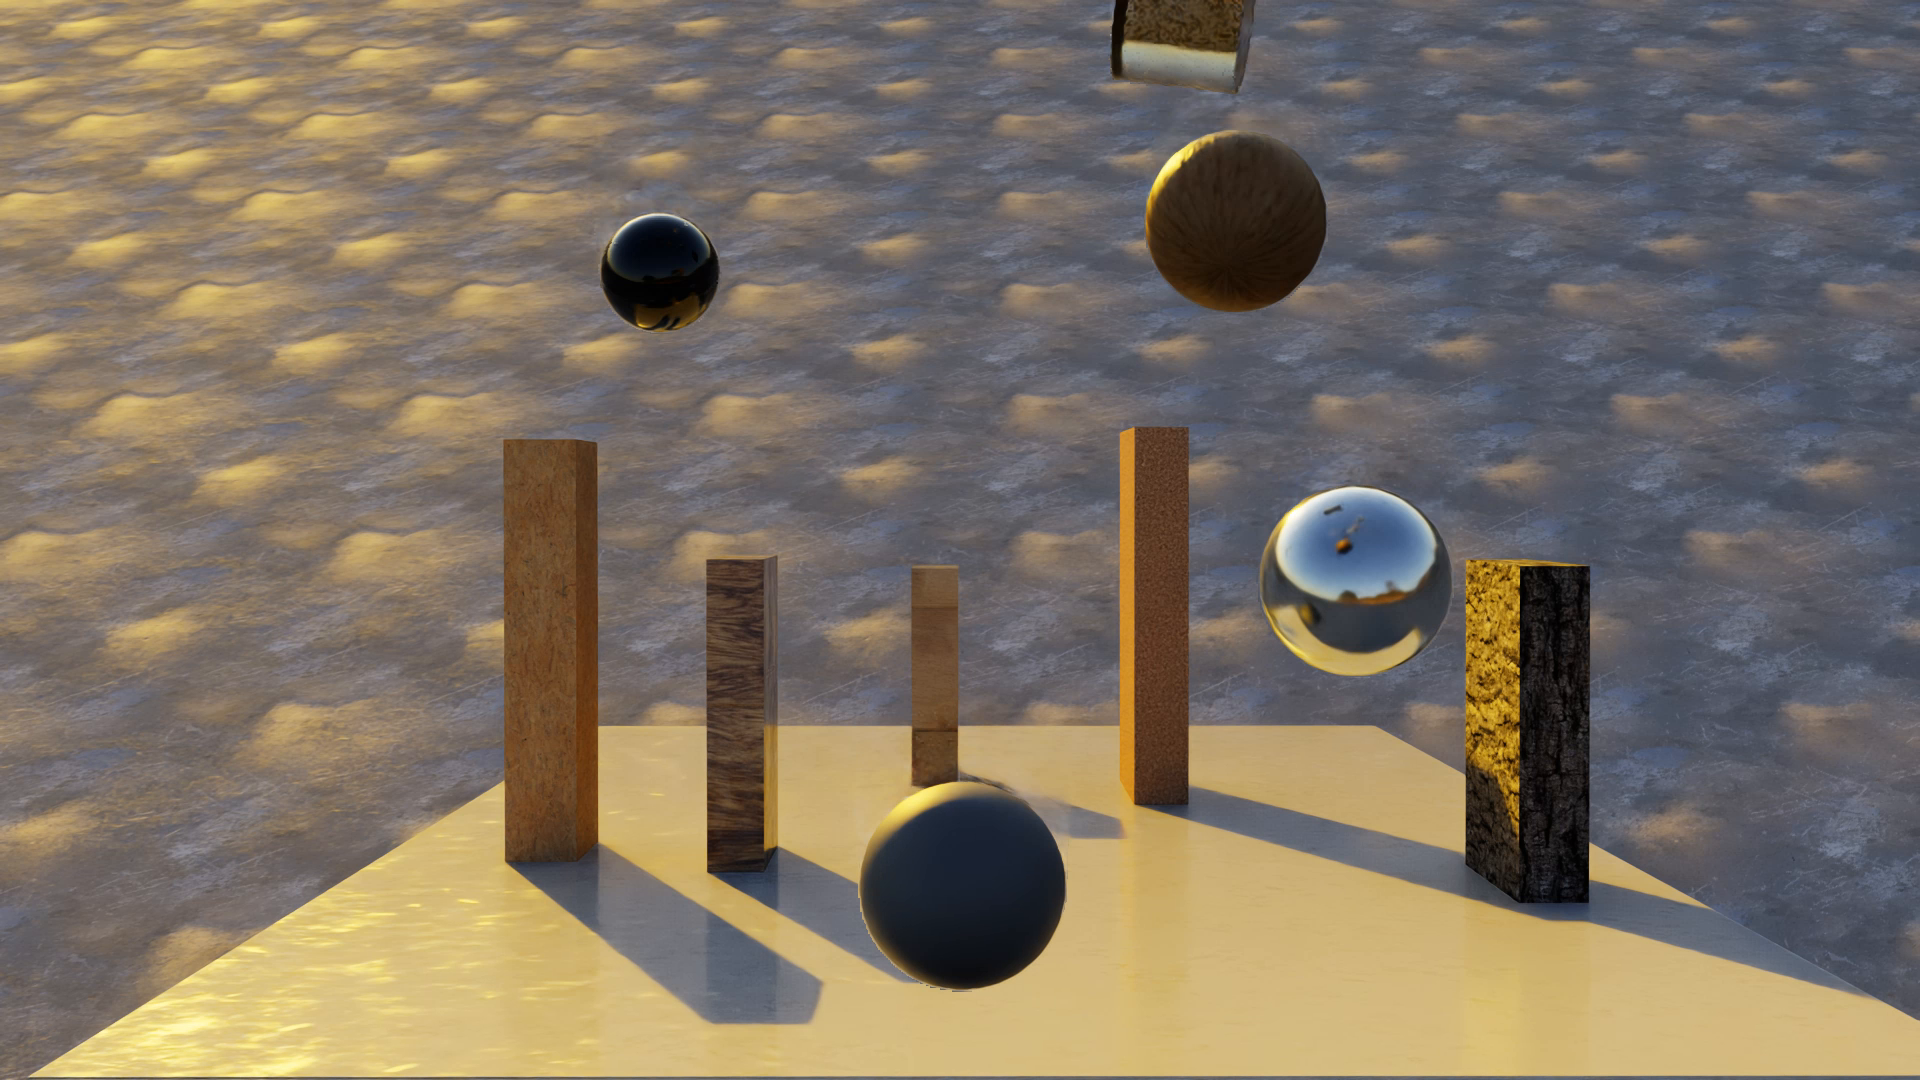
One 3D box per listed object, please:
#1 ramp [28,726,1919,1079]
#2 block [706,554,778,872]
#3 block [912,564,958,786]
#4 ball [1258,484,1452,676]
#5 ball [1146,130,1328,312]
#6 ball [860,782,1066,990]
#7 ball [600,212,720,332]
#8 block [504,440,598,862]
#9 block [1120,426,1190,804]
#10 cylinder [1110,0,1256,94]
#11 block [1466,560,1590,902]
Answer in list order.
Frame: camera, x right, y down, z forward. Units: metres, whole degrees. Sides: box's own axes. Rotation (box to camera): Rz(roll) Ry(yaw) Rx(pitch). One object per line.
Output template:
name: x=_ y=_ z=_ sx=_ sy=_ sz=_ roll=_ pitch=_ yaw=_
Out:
ramp: x=0.062 y=0.557 z=4.594 sx=2.000 sy=0.100 sz=4.000 roll=0 pitch=1 yaw=0
block: x=-0.349 y=0.271 z=4.160 sx=0.089 sy=0.486 sz=0.308 roll=0 pitch=1 yaw=0
block: x=-0.051 y=0.275 z=5.364 sx=0.095 sy=0.439 sz=0.276 roll=0 pitch=1 yaw=0
ball: x=0.400 y=0.041 z=2.617 sx=0.194 sy=0.194 sz=0.194 roll=0 pitch=27 yaw=0
ball: x=0.238 y=-0.275 z=2.230 sx=0.156 sy=0.156 sz=0.156 roll=0 pitch=27 yaw=0
ball: x=0.003 y=0.329 z=2.459 sx=0.196 sy=0.196 sz=0.196 roll=0 pitch=27 yaw=0
ball: x=-0.323 y=-0.289 z=2.786 sx=0.128 sy=0.128 sz=0.128 roll=0 pitch=27 yaw=0
block: x=-0.670 y=0.175 z=4.244 sx=0.115 sy=0.675 sz=0.247 roll=0 pitch=1 yaw=0
block: x=0.381 y=0.140 z=5.106 sx=0.103 sy=0.715 sz=0.435 roll=0 pitch=1 yaw=0
cylinder: x=0.232 y=-0.534 z=2.672 sx=0.128 sy=0.128 sz=0.128 roll=9 pitch=29 yaw=11
block: x=0.851 y=0.276 z=3.894 sx=0.101 sy=0.483 sz=0.390 roll=0 pitch=1 yaw=0
